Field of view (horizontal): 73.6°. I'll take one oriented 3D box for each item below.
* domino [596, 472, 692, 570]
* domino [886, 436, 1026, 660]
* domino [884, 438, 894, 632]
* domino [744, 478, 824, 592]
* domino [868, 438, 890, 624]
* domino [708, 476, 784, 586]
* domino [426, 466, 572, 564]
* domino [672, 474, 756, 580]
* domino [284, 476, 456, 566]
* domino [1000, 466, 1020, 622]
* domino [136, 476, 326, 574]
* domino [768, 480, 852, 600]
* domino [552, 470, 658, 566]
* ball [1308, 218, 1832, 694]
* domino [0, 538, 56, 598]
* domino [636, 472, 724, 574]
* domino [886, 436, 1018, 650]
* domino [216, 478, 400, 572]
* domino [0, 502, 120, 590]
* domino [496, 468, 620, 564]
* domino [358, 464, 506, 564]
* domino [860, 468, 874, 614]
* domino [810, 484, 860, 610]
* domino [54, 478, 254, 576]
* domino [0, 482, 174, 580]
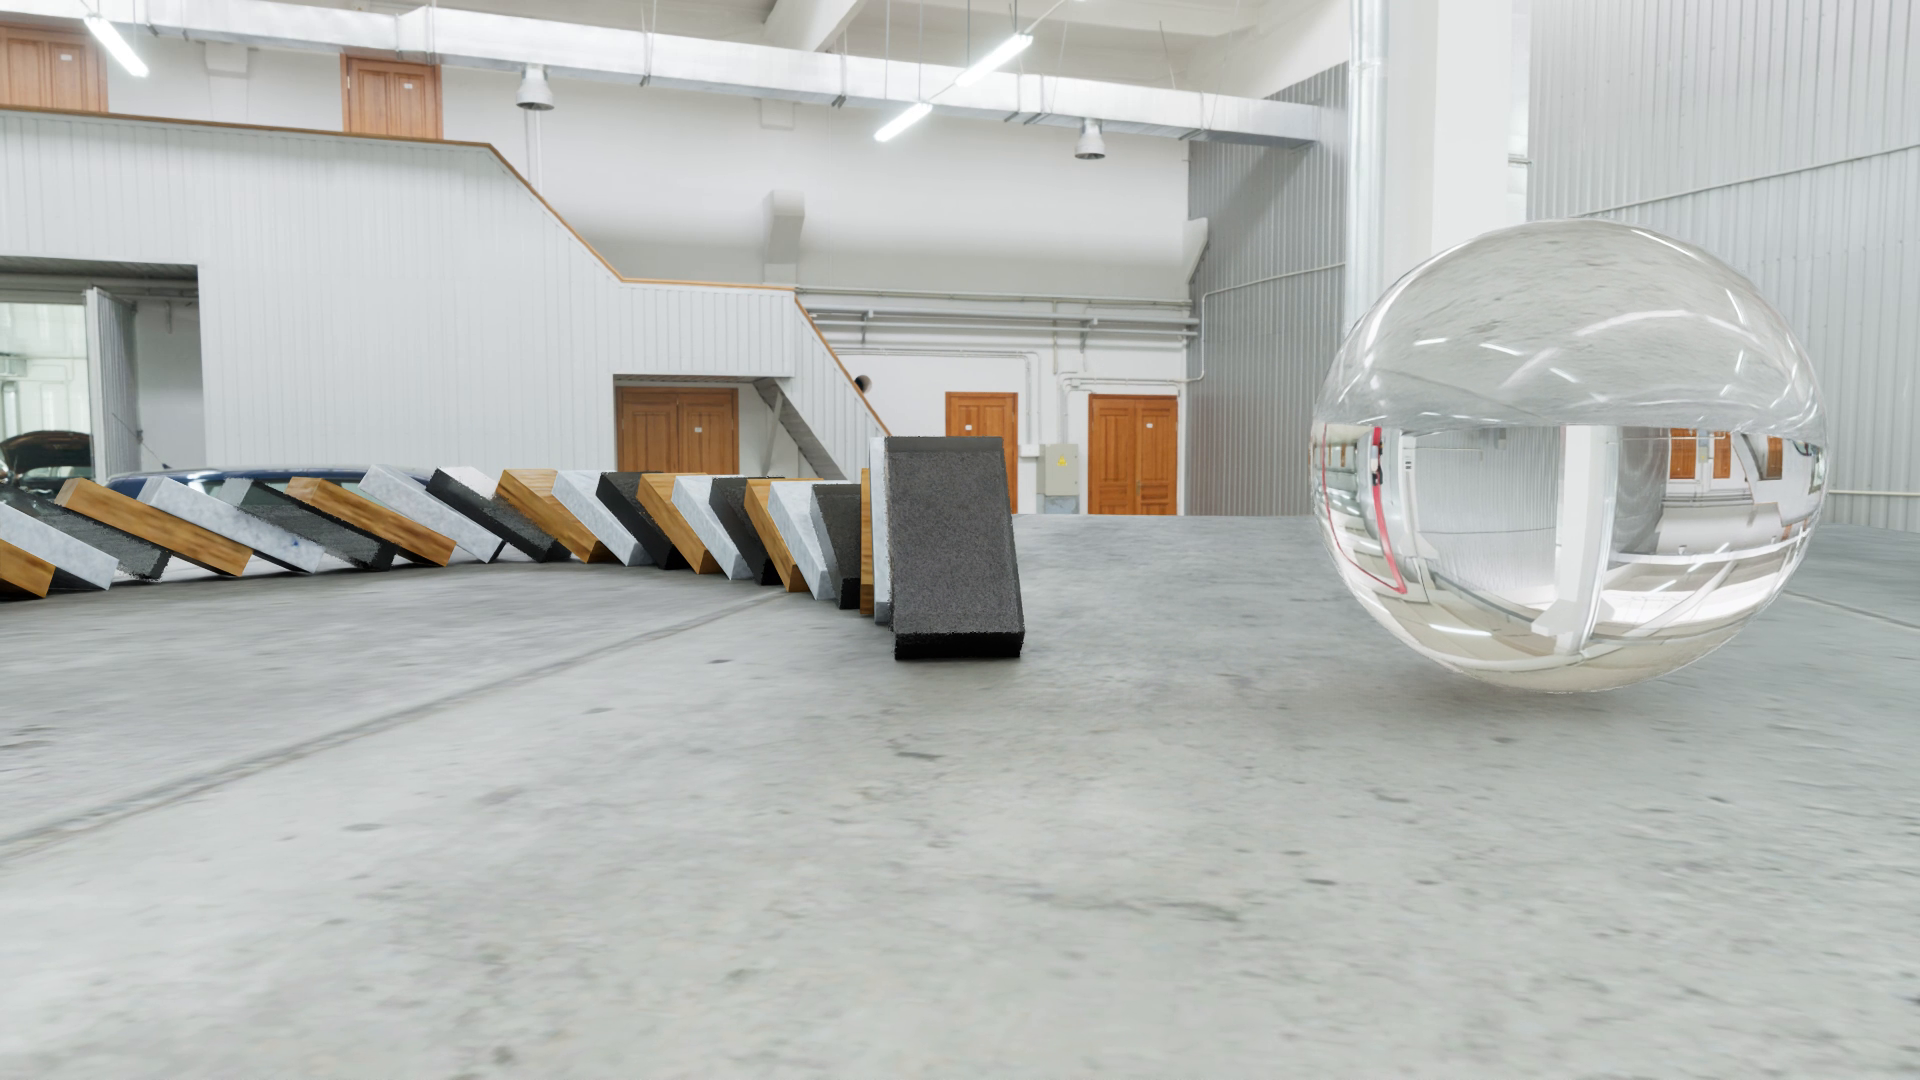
[{"bbox_3d":[-0.105,-0.008,0.454,0.025,0.010,0.050,-4,35,-46],"label":"domino"},{"bbox_3d":[-0.002,0.001,0.266,0.025,0.050,0.010,0,-36,-6],"label":"domino"},{"bbox_3d":[-0.005,-0.002,0.303,0.025,0.050,0.009,0,-36,-6],"label":"domino"},{"bbox_3d":[-0.047,-0.002,0.390,0.025,0.009,0.050,-2,32,-26],"label":"domino"},{"bbox_3d":[-0.009,-0.003,0.315,0.025,0.050,0.010,0,-36,-6],"label":"domino"},{"bbox_3d":[-0.059,-0.004,0.408,0.025,0.009,0.050,-3,33,-31],"label":"domino"},{"bbox_3d":[-0.167,-0.010,0.471,0.050,0.010,0.025,32,7,3],"label":"domino"},{"bbox_3d":[-0.074,-0.005,0.424,0.025,0.009,0.050,-3,33,-36],"label":"domino"},{"bbox_3d":[-0.201,-0.006,0.437,0.025,0.010,0.050,4,-22,43],"label":"domino"},{"bbox_3d":[-0.002,-0.001,0.291,0.025,0.050,0.010,-1,-36,-7],"label":"domino"},{"bbox_3d":[-0.231,-0.004,0.408,0.025,0.010,0.050,2,-24,47],"label":"domino"},{"bbox_3d":[-0.037,-0.001,0.371,0.025,0.010,0.050,-2,32,-25],"label":"domino"},{"bbox_3d":[-0.123,-0.009,0.465,0.050,0.010,0.025,37,25,30],"label":"domino"},{"bbox_3d":[0.101,-0.014,0.219,0.080,0.080,0.080,0,4,0],"label":"ball"},{"bbox_3d":[-0.267,0.002,0.333,0.025,0.009,0.050,0,-23,7],"label":"domino"},{"bbox_3d":[-0.088,-0.006,0.440,0.025,0.010,0.050,-4,34,-40],"label":"domino"},{"bbox_3d":[-0.003,0.000,0.278,0.025,0.050,0.009,0,-36,-6],"label":"domino"},{"bbox_3d":[-0.214,-0.005,0.420,0.025,0.009,0.050,4,-22,43],"label":"domino"},{"bbox_3d":[-0.264,0.000,0.355,0.025,0.010,0.050,1,-23,12],"label":"domino"},{"bbox_3d":[-0.144,-0.010,0.473,0.050,0.009,0.025,34,17,21],"label":"domino"},{"bbox_3d":[-0.188,-0.010,0.462,0.050,0.009,0.025,33,-4,-12],"label":"domino"},{"bbox_3d":[-0.013,0.000,0.333,0.025,0.010,0.050,1,37,-5],"label":"domino"},{"bbox_3d":[-0.025,0.001,0.352,0.025,0.010,0.050,-1,31,-16],"label":"domino"},{"bbox_3d":[-0.248,-0.003,0.395,0.025,0.010,0.050,1,-24,47],"label":"domino"},{"bbox_3d":[-0.266,-0.003,0.382,0.025,0.009,0.050,-1,-26,47],"label":"domino"}]
